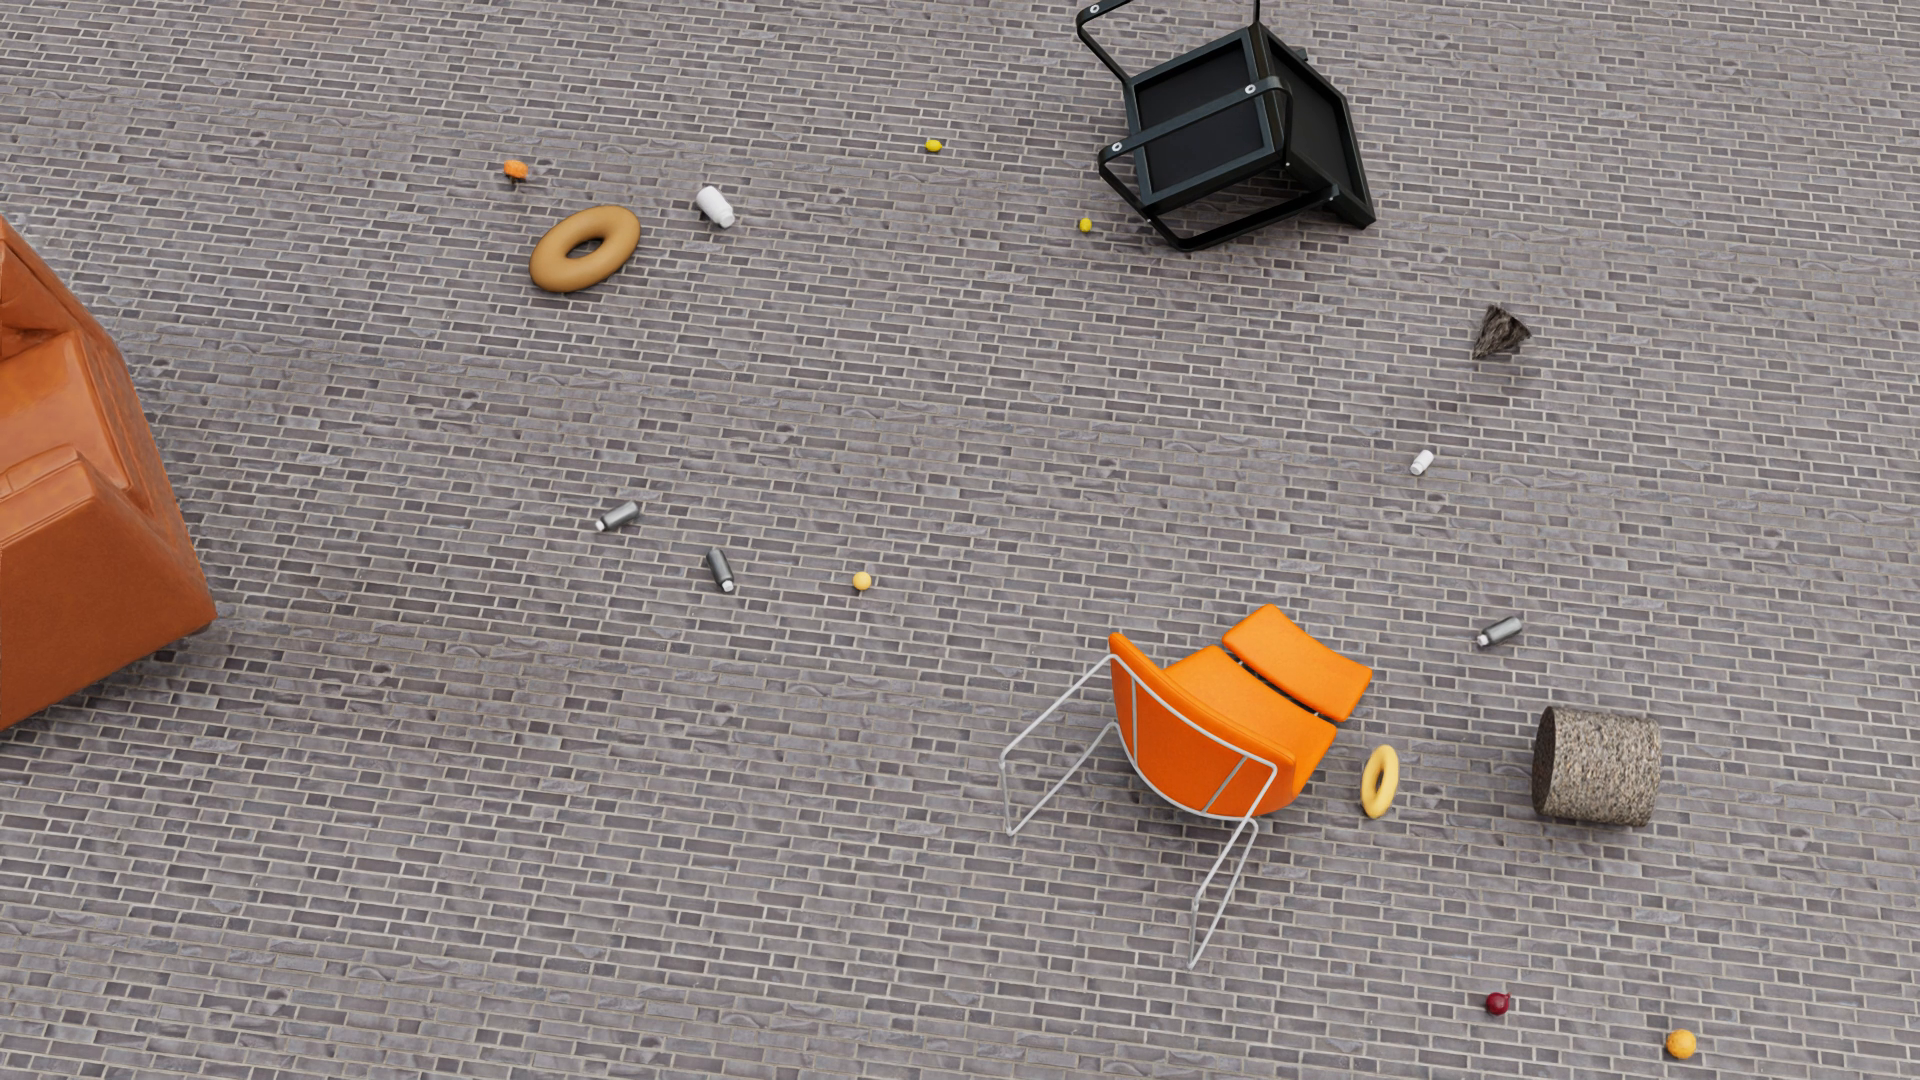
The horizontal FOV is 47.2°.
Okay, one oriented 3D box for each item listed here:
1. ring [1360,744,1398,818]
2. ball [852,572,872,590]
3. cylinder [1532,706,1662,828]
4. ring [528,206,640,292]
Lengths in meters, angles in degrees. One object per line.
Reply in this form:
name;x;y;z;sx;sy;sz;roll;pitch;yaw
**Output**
ring;1.158;0.666;6.070;0.095;0.057;0.213;-1;65;41
ball;-0.288;0.120;6.460;0.055;0.055;0.055;0;56;0
cylinder;1.728;0.616;5.982;0.278;0.296;0.297;7;79;5
ring;-1.218;-0.947;7.148;0.413;0.104;0.266;-39;63;-22
